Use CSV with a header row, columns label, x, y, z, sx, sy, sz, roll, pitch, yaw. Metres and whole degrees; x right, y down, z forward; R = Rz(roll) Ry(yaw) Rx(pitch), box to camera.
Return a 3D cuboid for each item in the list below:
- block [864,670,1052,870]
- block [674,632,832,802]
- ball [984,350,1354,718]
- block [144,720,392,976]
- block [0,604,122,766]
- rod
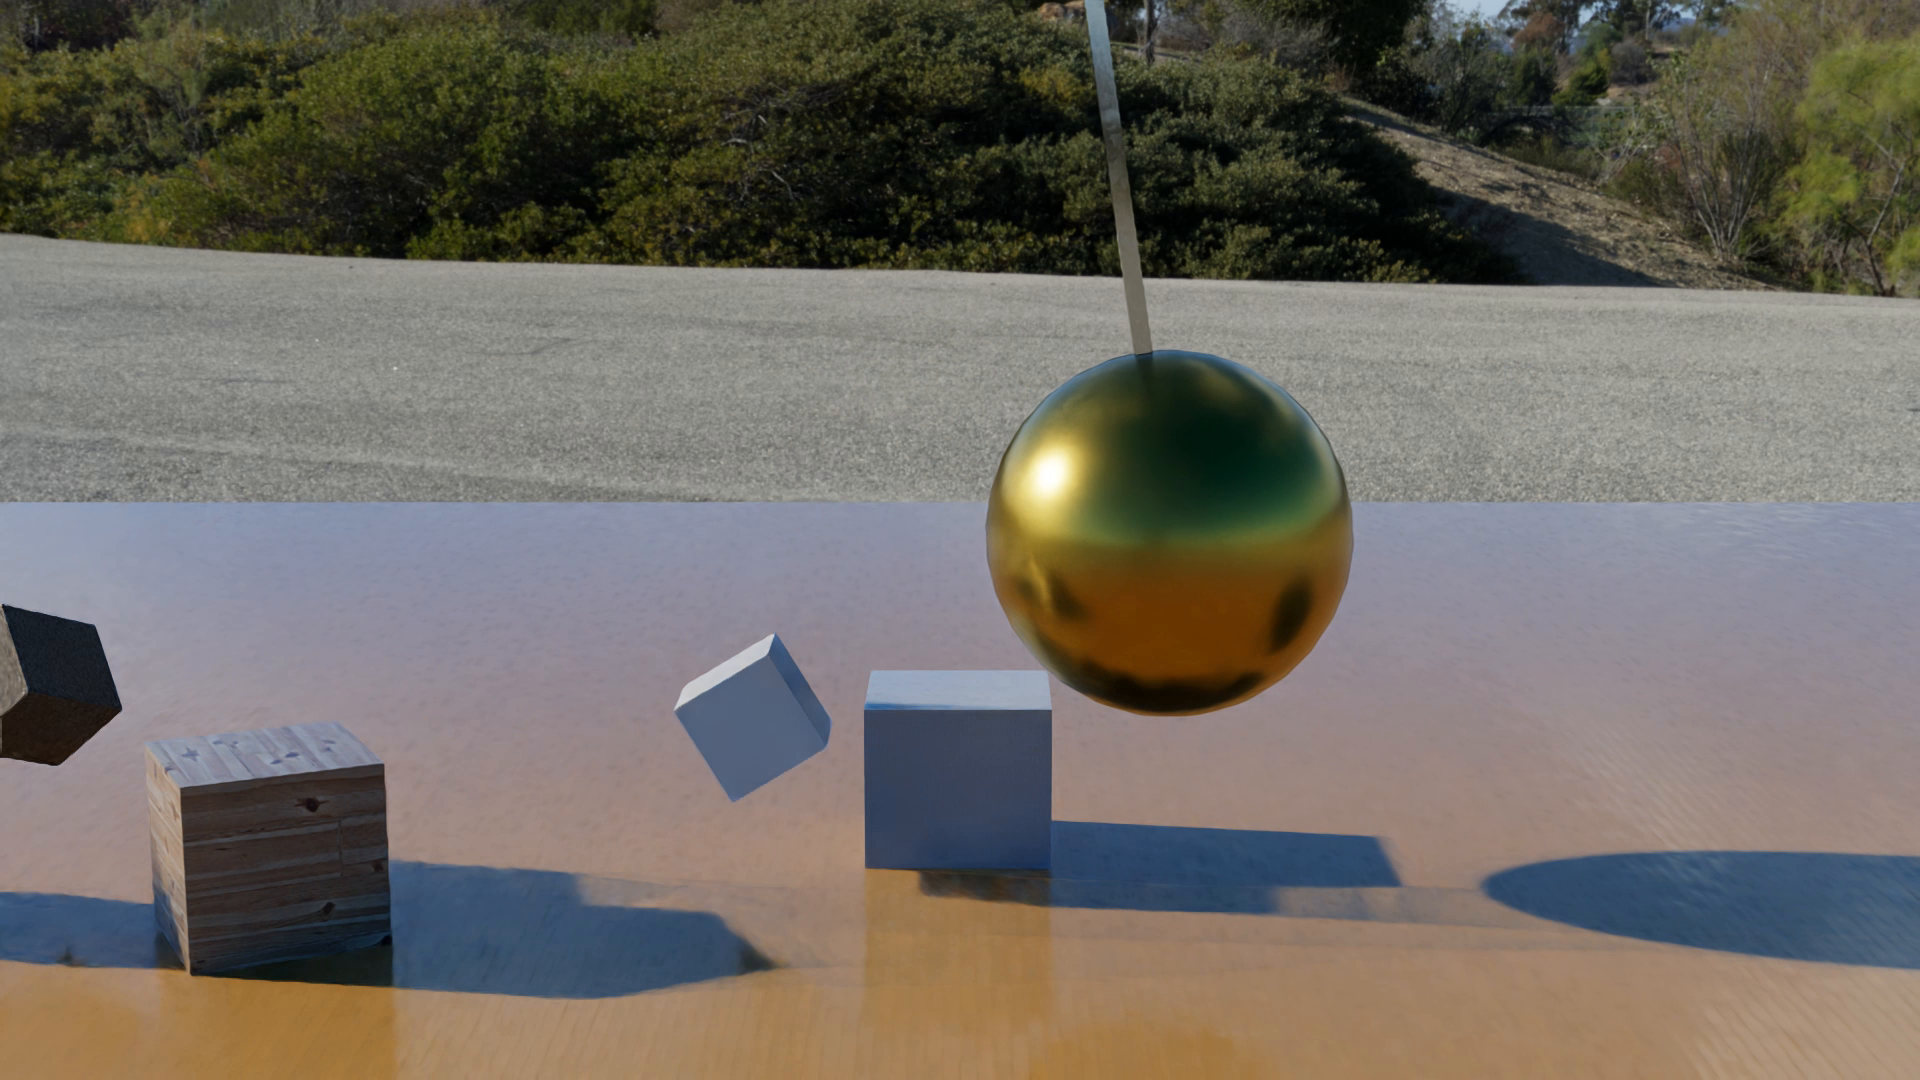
label,x,y,z,sx,sy,sz,roll,pitch,yaw
block,-0.006,1.043,11.785,0.832,0.731,0.762,0,10,0
block,-0.907,0.776,11.311,0.479,0.482,0.447,-31,9,6
ball,0.909,-0.028,11.175,1.600,1.600,1.600,0,10,0
block,-2.853,1.246,10.566,0.804,0.767,0.775,-5,12,-27
block,-4.117,0.650,11.361,0.455,0.468,0.510,-38,-29,19
rod,0.394,-3.335,10.574,0.080,5.200,0.080,-9,10,2
